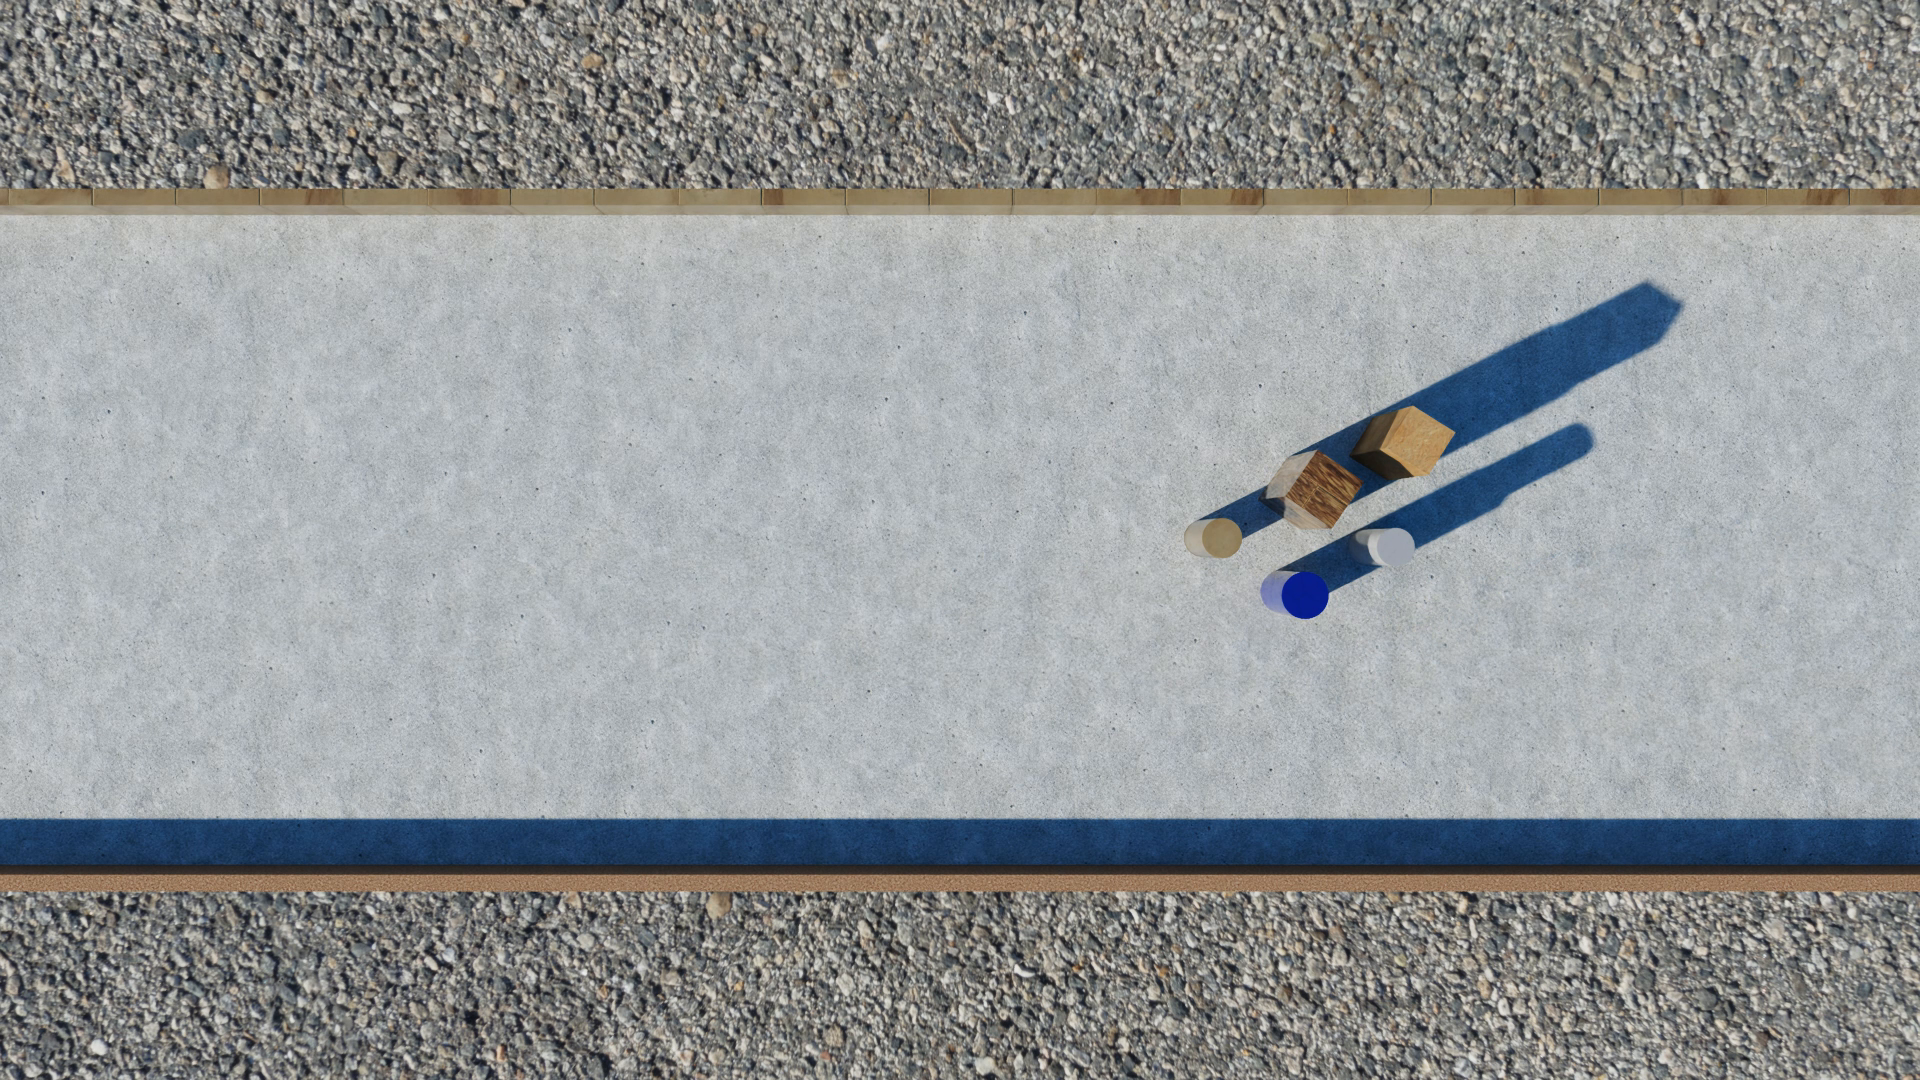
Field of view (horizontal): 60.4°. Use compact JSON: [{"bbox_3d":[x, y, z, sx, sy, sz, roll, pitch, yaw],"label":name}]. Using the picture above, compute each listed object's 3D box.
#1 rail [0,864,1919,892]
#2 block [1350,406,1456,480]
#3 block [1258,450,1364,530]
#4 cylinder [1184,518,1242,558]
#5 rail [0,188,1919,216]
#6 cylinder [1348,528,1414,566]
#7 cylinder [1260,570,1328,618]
[{"bbox_3d":[-2.247,1.025,5.001,12.000,0.150,0.050,0,90,0],"label":"rail"},{"bbox_3d":[1.294,-0.280,4.854,0.141,0.444,0.141,32,90,0],"label":"block"},{"bbox_3d":[1.027,-0.143,4.859,0.160,0.435,0.160,35,90,0],"label":"block"},{"bbox_3d":[0.746,-0.005,4.885,0.115,0.382,0.115,0,90,0],"label":"cylinder"},{"bbox_3d":[-2.247,-1.025,5.002,12.000,0.150,0.050,0,90,0],"label":"rail"},{"bbox_3d":[1.251,0.020,4.905,0.110,0.342,0.110,0,90,0],"label":"cylinder"},{"bbox_3d":[0.993,0.159,4.911,0.137,0.332,0.137,0,90,0],"label":"cylinder"}]
